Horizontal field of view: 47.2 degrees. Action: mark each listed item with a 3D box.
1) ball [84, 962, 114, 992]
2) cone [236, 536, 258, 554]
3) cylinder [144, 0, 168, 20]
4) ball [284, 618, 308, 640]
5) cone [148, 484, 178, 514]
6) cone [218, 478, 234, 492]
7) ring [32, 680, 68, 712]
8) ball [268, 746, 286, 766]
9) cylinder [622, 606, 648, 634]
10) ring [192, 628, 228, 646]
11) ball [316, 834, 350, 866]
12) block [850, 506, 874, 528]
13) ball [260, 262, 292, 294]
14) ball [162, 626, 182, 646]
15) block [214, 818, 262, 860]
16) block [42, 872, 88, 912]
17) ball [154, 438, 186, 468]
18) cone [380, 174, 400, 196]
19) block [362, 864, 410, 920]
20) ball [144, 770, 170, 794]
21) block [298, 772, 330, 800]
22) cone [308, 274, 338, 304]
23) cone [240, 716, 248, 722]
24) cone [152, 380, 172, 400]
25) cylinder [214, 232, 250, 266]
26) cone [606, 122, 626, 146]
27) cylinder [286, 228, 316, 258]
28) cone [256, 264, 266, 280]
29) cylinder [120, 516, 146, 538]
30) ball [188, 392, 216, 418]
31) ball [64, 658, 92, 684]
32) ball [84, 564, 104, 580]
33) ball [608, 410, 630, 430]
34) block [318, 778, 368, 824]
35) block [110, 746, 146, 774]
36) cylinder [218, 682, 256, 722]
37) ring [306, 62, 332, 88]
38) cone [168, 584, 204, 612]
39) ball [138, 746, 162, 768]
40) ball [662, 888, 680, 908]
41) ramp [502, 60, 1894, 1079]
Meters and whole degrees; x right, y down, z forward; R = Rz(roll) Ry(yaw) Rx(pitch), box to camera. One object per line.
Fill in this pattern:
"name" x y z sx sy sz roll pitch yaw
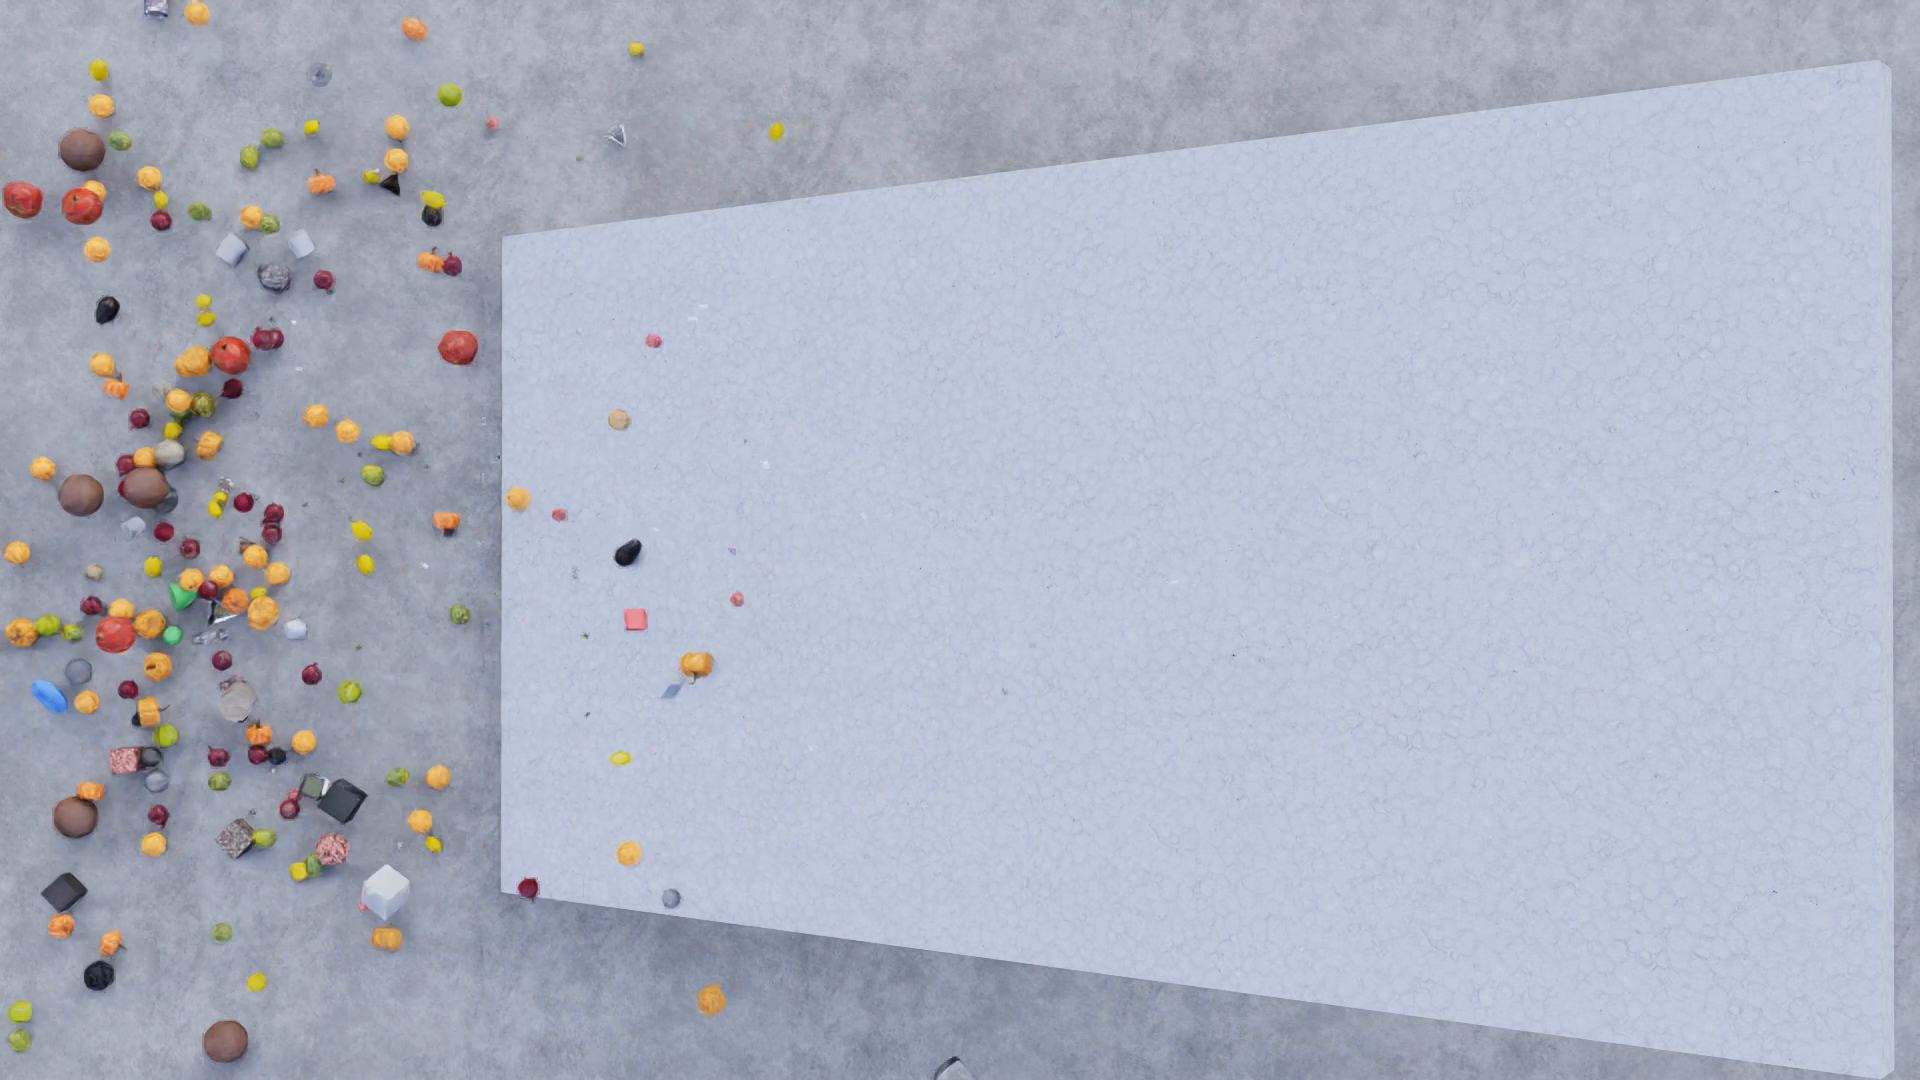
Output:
"ball" -2.636 1.335 6.732 0.090 0.090 0.090 0 90 0
"cone" -2.192 0.015 6.777 0.060 0.060 0.060 -2 90 -27
"cylinder" -2.474 -1.645 6.763 0.066 0.066 0.066 -4 80 0
"ball" -2.041 0.275 6.754 0.068 0.068 0.068 0 90 0
"cone" -2.460 -0.129 6.744 0.093 0.093 0.093 0 88 1
"cone" -2.256 -0.178 6.767 0.052 0.052 0.052 -4 112 -11
"ring" -2.785 0.478 6.731 0.126 0.126 0.042 38 56 0
"ball" -2.099 0.664 6.757 0.056 0.056 0.056 0 90 0
"cylinder" -0.933 0.229 6.319 0.058 0.058 0.058 11 59 0
"ring" -2.297 0.298 6.735 0.107 0.107 0.036 -15 83 0
"ball" -1.922 0.948 6.734 0.098 0.098 0.098 0 90 0
"block" -0.259 -0.060 5.843 0.059 0.059 0.059 0 88 -1
"ball" -2.097 -0.802 6.742 0.095 0.095 0.095 0 90 0
"ball" -2.420 0.295 6.759 0.058 0.058 0.058 0 90 0
"block" -2.215 0.916 6.741 0.086 0.086 0.086 -45 90 0
"block" -2.746 1.080 6.742 0.081 0.081 0.081 -44 90 0
"ball" -2.424 -0.265 6.742 0.091 0.091 0.091 0 90 0
"cone" -1.745 -1.085 6.783 0.065 0.065 0.065 -30 116 0
"block" -1.736 1.065 6.653 0.097 0.097 0.097 32 133 16
"ball" -2.465 0.740 6.748 0.073 0.073 0.073 0 90 0
"block" -1.984 0.756 6.753 0.064 0.064 0.064 18 90 0
"cone" -1.948 -0.768 6.781 0.092 0.092 0.092 0 87 4
"cone" -2.226 0.536 6.758 0.057 0.057 0.057 0 90 0
"cone" -2.458 -0.460 6.759 0.061 0.061 0.061 0 94 -7
"cylinder" -2.236 -0.893 6.759 0.076 0.076 0.076 40 89 0
"cone" -1.048 -1.240 6.784 0.067 0.067 0.067 -34 116 0
"cylinder" -2.023 -0.910 6.745 0.066 0.066 0.066 -25 114 0
"cone" -2.148 -0.826 6.768 0.054 0.054 0.054 0 89 -2
"cylinder" -2.527 -0.040 6.723 0.052 0.052 0.052 50 49 0
"ball" -2.328 -0.416 6.753 0.080 0.080 0.080 0 90 0
"ball" -2.704 0.404 6.747 0.081 0.081 0.081 0 90 0
"ball" -2.664 0.098 6.763 0.054 0.054 0.054 0 90 0
"ball" -0.988 -0.348 6.367 0.061 0.061 0.061 0 90 0
"block" -1.891 0.799 6.738 0.094 0.094 0.094 33 90 0
"block" -2.554 0.675 6.748 0.075 0.075 0.075 -4 90 0
"cylinder" -2.186 0.490 6.654 0.093 0.093 0.093 -2 105 -7
"ring" -1.978 -1.435 6.788 0.077 0.026 0.077 0 91 0
"cone" -2.371 0.166 6.767 0.097 0.097 0.097 -17 90 -27
"ball" -2.485 0.666 6.748 0.066 0.066 0.066 0 90 0
"ball" -0.818 1.016 6.234 0.054 0.054 0.054 0 90 0
"ramp" 0.233 0.065 5.552 4.000 0.100 2.000 0 89 37
